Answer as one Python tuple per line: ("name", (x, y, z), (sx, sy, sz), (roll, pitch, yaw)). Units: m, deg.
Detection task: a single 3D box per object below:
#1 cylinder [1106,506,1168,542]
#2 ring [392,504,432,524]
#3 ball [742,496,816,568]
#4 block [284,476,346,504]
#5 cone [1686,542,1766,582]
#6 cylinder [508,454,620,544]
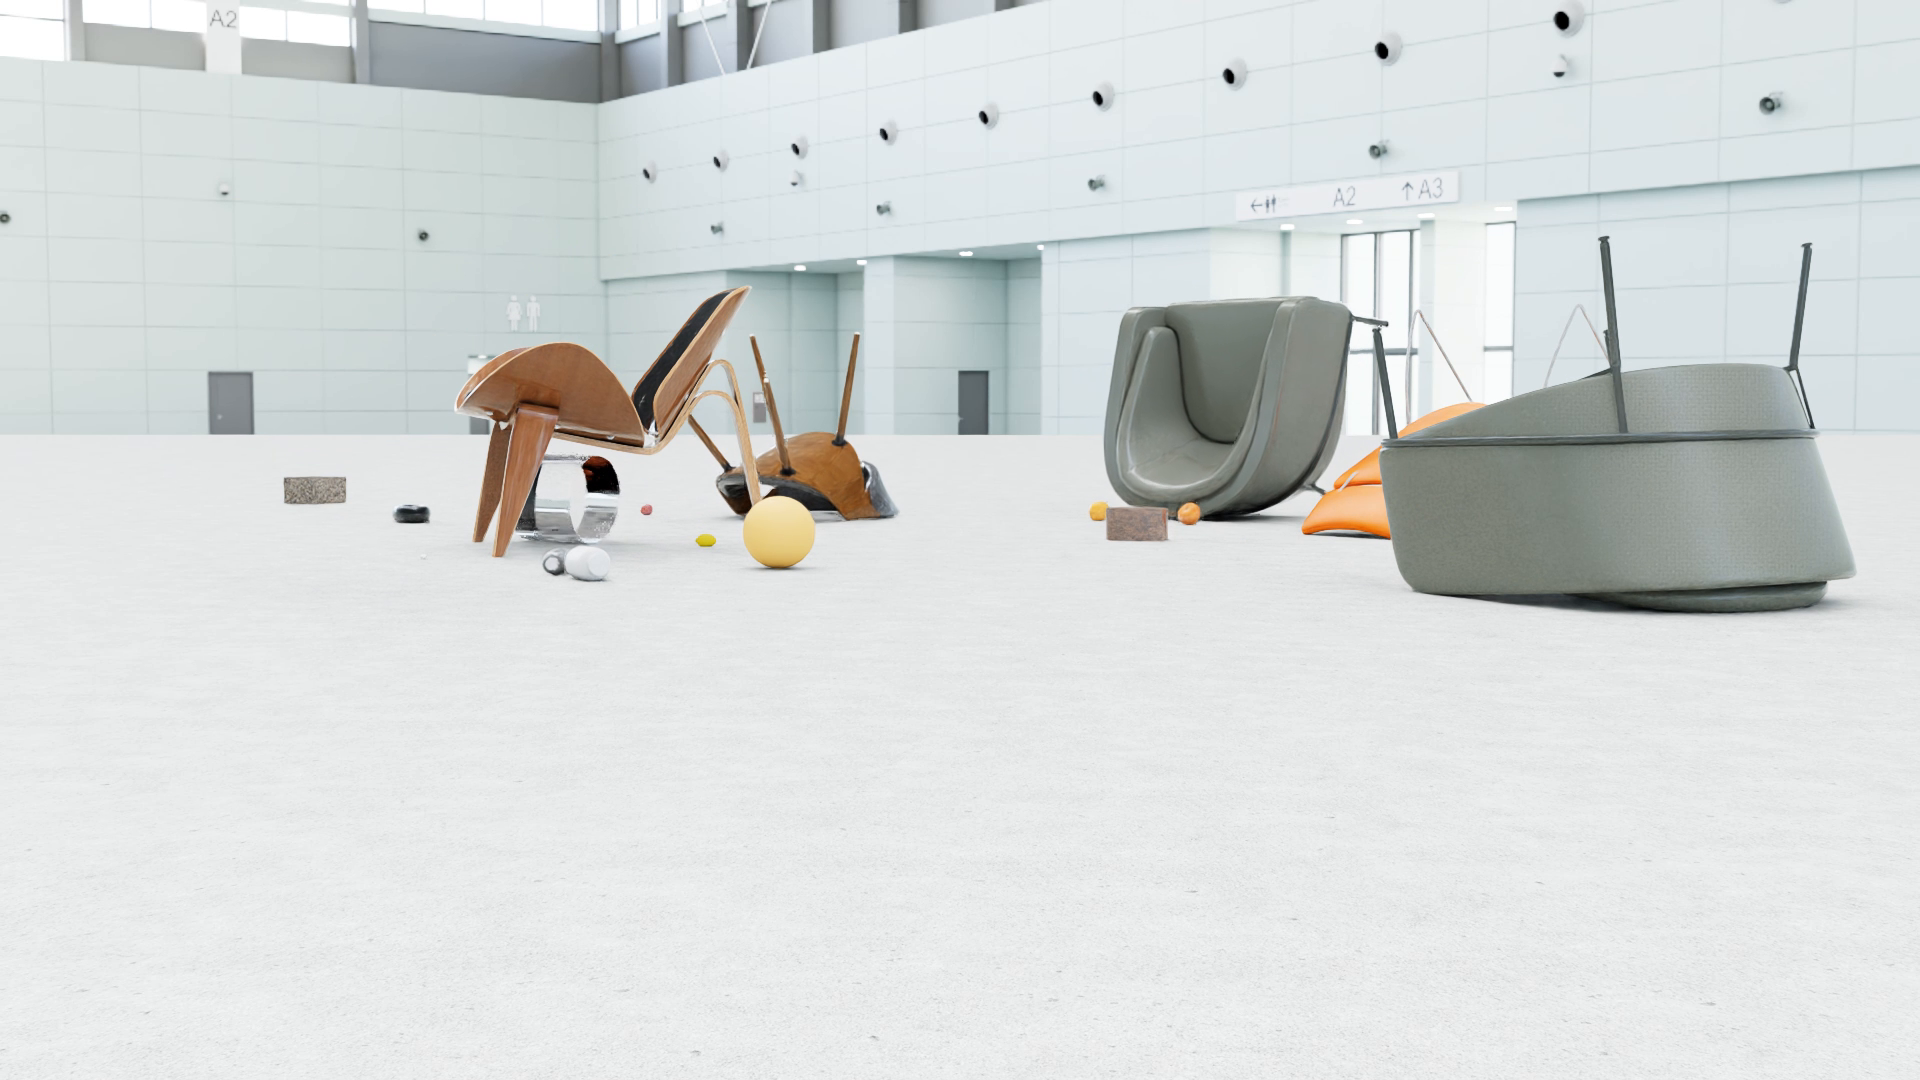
("cylinder", (0.527, -0.048, 6.555), (0.186, 0.094, 0.148), (0, 4, -3))
("ring", (-1.854, -0.089, 7.432), (0.125, 0.056, 0.217), (-3, 4, -24))
("ball", (-0.452, -0.019, 5.501), (0.182, 0.182, 0.182), (0, 4, 0))
("block", (-2.543, -0.197, 8.671), (0.168, 0.101, 0.166), (2, 5, 30))
("cone", (1.757, 0.074, 5.140), (0.144, 0.096, 0.206), (-20, 11, -14))
("cylinder", (-1.166, -0.123, 6.477), (0.247, 0.258, 0.206), (3, -10, 34))
